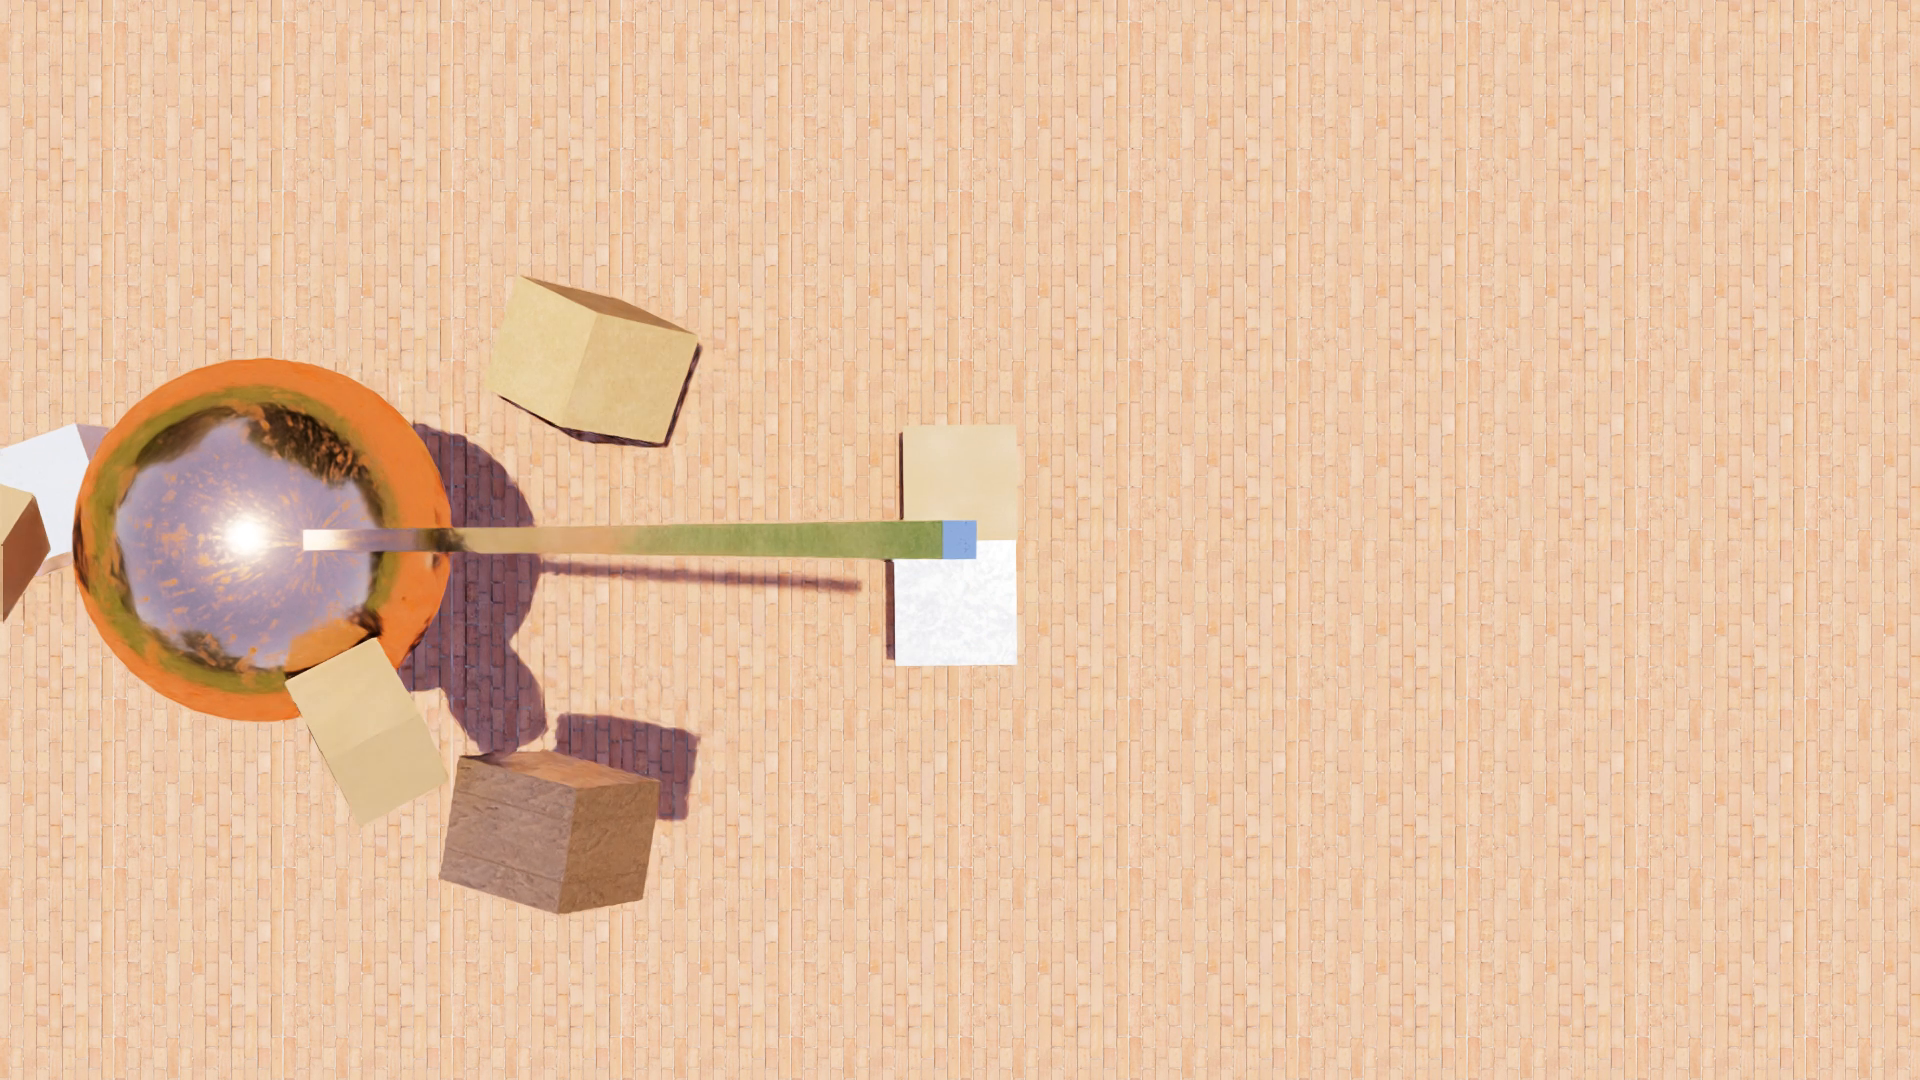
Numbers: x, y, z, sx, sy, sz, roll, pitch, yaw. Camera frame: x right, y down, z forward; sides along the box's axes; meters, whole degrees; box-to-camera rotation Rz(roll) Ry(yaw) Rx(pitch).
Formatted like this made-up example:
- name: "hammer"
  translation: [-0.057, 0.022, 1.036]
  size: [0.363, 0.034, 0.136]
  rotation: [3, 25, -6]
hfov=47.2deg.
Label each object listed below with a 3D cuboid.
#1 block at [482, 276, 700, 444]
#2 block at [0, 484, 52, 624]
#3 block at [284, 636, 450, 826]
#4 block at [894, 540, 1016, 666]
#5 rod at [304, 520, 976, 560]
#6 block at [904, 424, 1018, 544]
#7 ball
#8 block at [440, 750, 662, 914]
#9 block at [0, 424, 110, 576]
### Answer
- name: "block"
  translation: [-2.082, -1.013, 12.427]
  size: [0.690, 0.806, 0.655]
  rotation: [26, 101, 35]
- name: "block"
  translation: [-4.295, 0.023, 9.535]
  size: [0.449, 0.400, 0.436]
  rotation: [16, 52, 2]
- name: "block"
  translation: [-2.483, 0.803, 9.222]
  size: [0.410, 0.480, 0.487]
  rotation: [-28, 52, -17]
- name: "block"
  translation: [-0.023, 0.335, 12.007]
  size: [0.644, 0.686, 0.658]
  rotation: [-1, 90, 0]
- name: "rod"
  translation: [-1.319, 0.000, 6.727]
  size: [0.080, 5.200, 0.080]
  rotation: [0, 90, -30]
- name: "block"
  translation: [0.002, -0.312, 12.715]
  size: [0.641, 0.570, 0.674]
  rotation: [-1, 90, 0]
- name: "ball"
  translation: [-3.043, 0.000, 9.657]
  size: [1.600, 1.600, 1.600]
  rotation: [0, 90, 0]
- name: "block"
  translation: [-1.731, 1.226, 9.333]
  size: [0.627, 0.591, 0.524]
  rotation: [11, 92, 27]
- name: "block"
  translation: [-5.222, -0.222, 12.700]
  size: [0.729, 0.601, 0.669]
  rotation: [-19, 90, 0]
